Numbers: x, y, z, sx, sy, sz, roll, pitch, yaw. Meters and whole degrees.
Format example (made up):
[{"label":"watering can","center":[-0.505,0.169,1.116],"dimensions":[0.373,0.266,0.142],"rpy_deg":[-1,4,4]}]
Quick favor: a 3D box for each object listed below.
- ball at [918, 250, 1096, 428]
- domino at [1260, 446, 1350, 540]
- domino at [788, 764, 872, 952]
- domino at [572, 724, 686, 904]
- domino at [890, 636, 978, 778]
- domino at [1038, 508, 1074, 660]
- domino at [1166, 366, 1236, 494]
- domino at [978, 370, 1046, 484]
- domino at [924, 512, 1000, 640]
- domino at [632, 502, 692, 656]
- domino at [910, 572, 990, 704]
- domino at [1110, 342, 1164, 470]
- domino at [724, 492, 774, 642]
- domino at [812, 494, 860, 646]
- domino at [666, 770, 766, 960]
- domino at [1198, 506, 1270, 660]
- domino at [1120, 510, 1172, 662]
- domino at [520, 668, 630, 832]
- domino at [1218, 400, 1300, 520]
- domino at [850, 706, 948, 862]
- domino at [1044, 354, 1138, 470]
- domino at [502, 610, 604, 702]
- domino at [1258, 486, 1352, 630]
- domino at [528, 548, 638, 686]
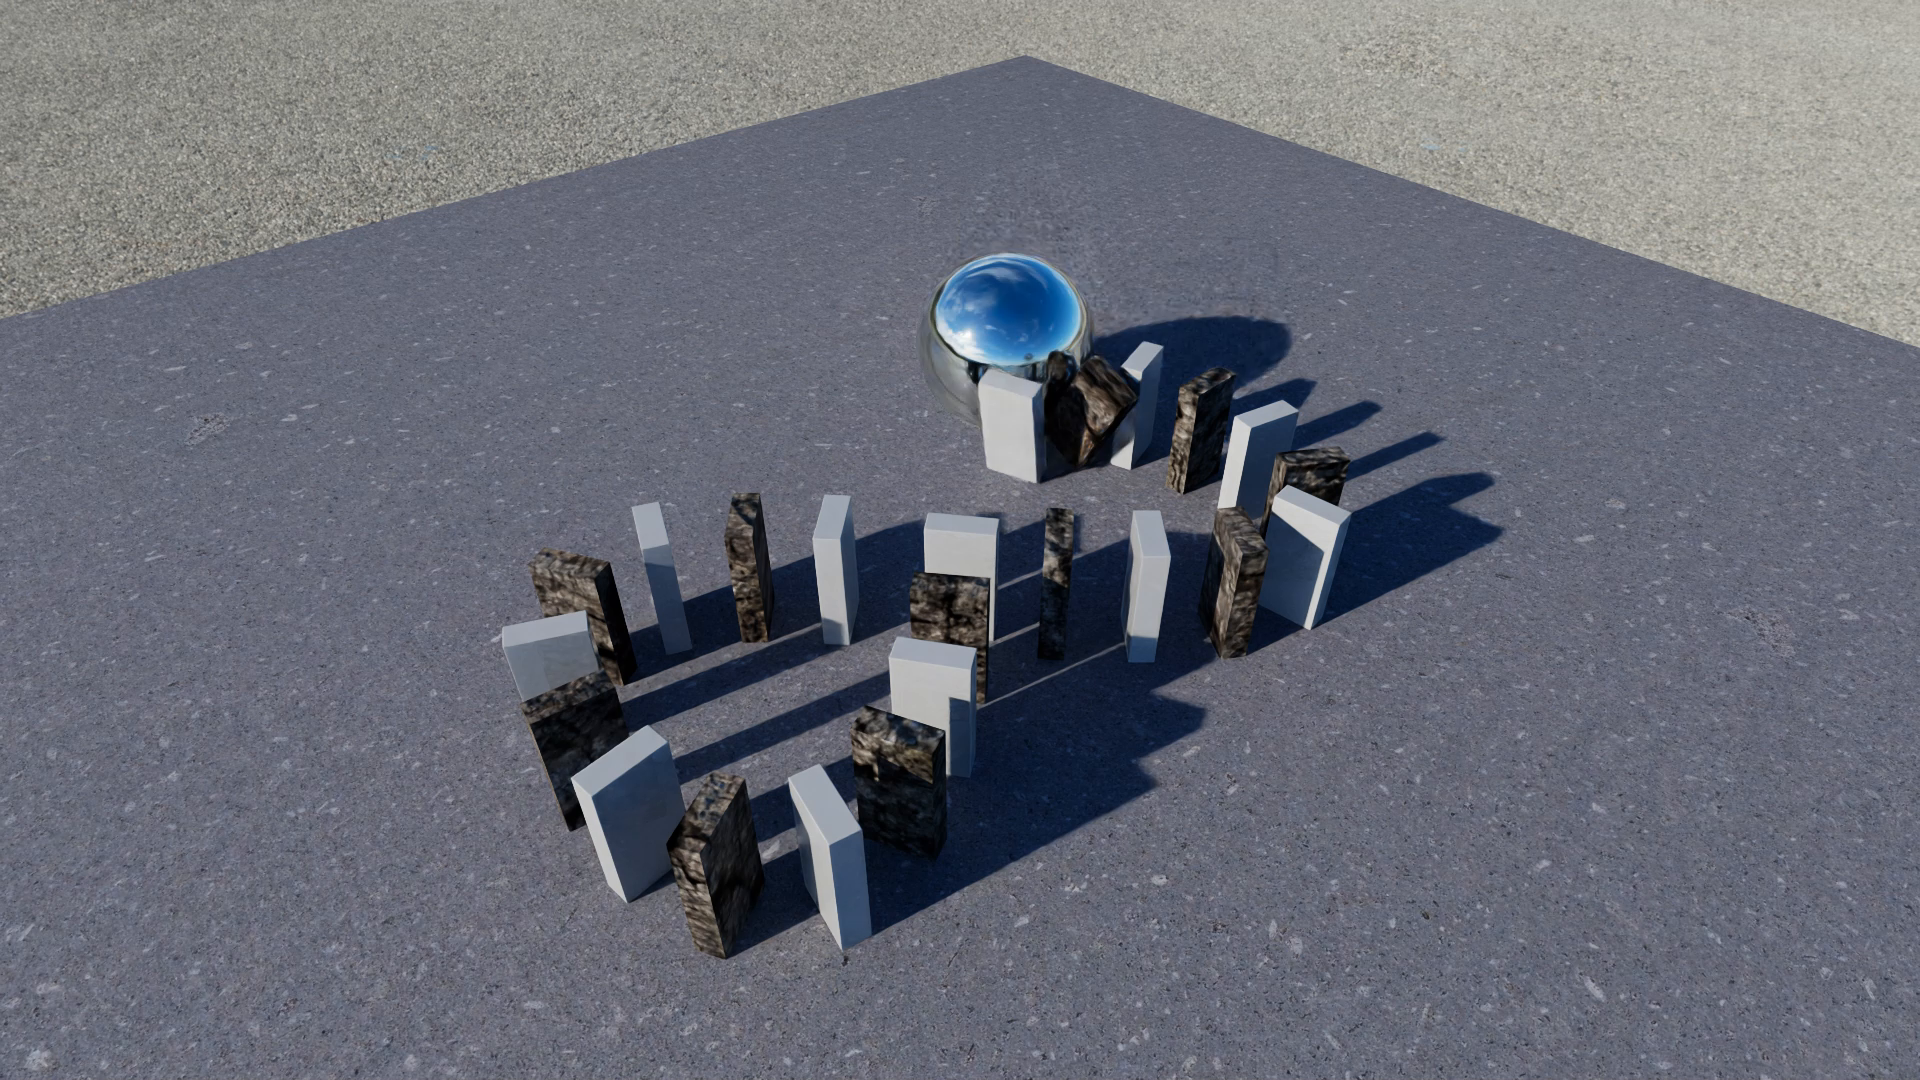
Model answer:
[{"label":"ball","center":[0.021,-0.089,0.497],"dimensions":[0.080,0.080,0.080],"rpy_deg":[0,39,0]},{"label":"domino","center":[0.132,-0.012,0.426],"dimensions":[0.025,0.050,0.010],"rpy_deg":[-6,40,-8]},{"label":"domino","center":[-0.036,0.088,0.304],"dimensions":[0.010,0.050,0.025],"rpy_deg":[-21,44,-24]},{"label":"domino","center":[-0.092,0.079,0.315],"dimensions":[0.010,0.050,0.025],"rpy_deg":[29,47,31]},{"label":"domino","center":[-0.008,0.053,0.346],"dimensions":[0.025,0.050,0.009],"rpy_deg":[8,40,9]},{"label":"domino","center":[0.034,0.016,0.392],"dimensions":[0.009,0.050,0.025],"rpy_deg":[4,39,4]},{"label":"domino","center":[0.102,-0.046,0.468],"dimensions":[0.025,0.050,0.009],"rpy_deg":[-30,48,-32]},{"label":"domino","center":[0.023,-0.048,0.469],"dimensions":[0.025,0.050,0.009],"rpy_deg":[19,54,22]},{"label":"domino","center":[0.001,0.014,0.395],"dimensions":[0.025,0.050,0.009],"rpy_deg":[5,40,6]},{"label":"domino","center":[-0.107,0.014,0.394],"dimensions":[0.009,0.050,0.025],"rpy_deg":[-13,41,-15]},{"label":"domino","center":[-0.003,0.034,0.370],"dimensions":[0.025,0.050,0.009],"rpy_deg":[5,40,6]},{"label":"domino","center":[0.078,-0.059,0.483],"dimensions":[0.010,0.050,0.025],"rpy_deg":[20,43,22]},{"label":"domino","center":[-0.076,0.011,0.399],"dimensions":[0.010,0.050,0.025],"rpy_deg":[-1,39,-2]},{"label":"domino","center":[-0.044,0.011,0.398],"dimensions":[0.009,0.050,0.025],"rpy_deg":[3,39,3]},{"label":"domino","center":[-0.066,0.090,0.302],"dimensions":[0.010,0.050,0.025],"rpy_deg":[12,41,14]},{"label":"domino","center":[0.097,0.016,0.392],"dimensions":[0.010,0.050,0.025],"rpy_deg":[-6,40,-8]},{"label":"domino","center":[0.065,0.017,0.391],"dimensions":[0.009,0.050,0.025],"rpy_deg":[0,39,0]},{"label":"domino","center":[-0.113,0.064,0.333],"dimensions":[0.025,0.050,0.009],"rpy_deg":[-24,45,-26]},{"label":"domino","center":[0.121,-0.030,0.449],"dimensions":[0.025,0.050,0.009],"rpy_deg":[-20,43,-22]},{"label":"domino","center":[-0.017,0.072,0.323],"dimensions":[0.025,0.050,0.010],"rpy_deg":[15,42,17]},{"label":"domino","center":[0.055,-0.054,0.473],"dimensions":[0.009,0.050,0.025],"rpy_deg":[-31,76,-31]},{"label":"domino","center":[-0.128,0.047,0.355],"dimensions":[0.025,0.050,0.009],"rpy_deg":[-12,41,-14]},{"label":"domino","center":[0.124,0.007,0.403],"dimensions":[0.025,0.050,0.009],"rpy_deg":[29,48,31]},{"label":"domino","center":[-0.129,0.027,0.379],"dimensions":[0.025,0.050,0.010],"rpy_deg":[11,41,13]}]
